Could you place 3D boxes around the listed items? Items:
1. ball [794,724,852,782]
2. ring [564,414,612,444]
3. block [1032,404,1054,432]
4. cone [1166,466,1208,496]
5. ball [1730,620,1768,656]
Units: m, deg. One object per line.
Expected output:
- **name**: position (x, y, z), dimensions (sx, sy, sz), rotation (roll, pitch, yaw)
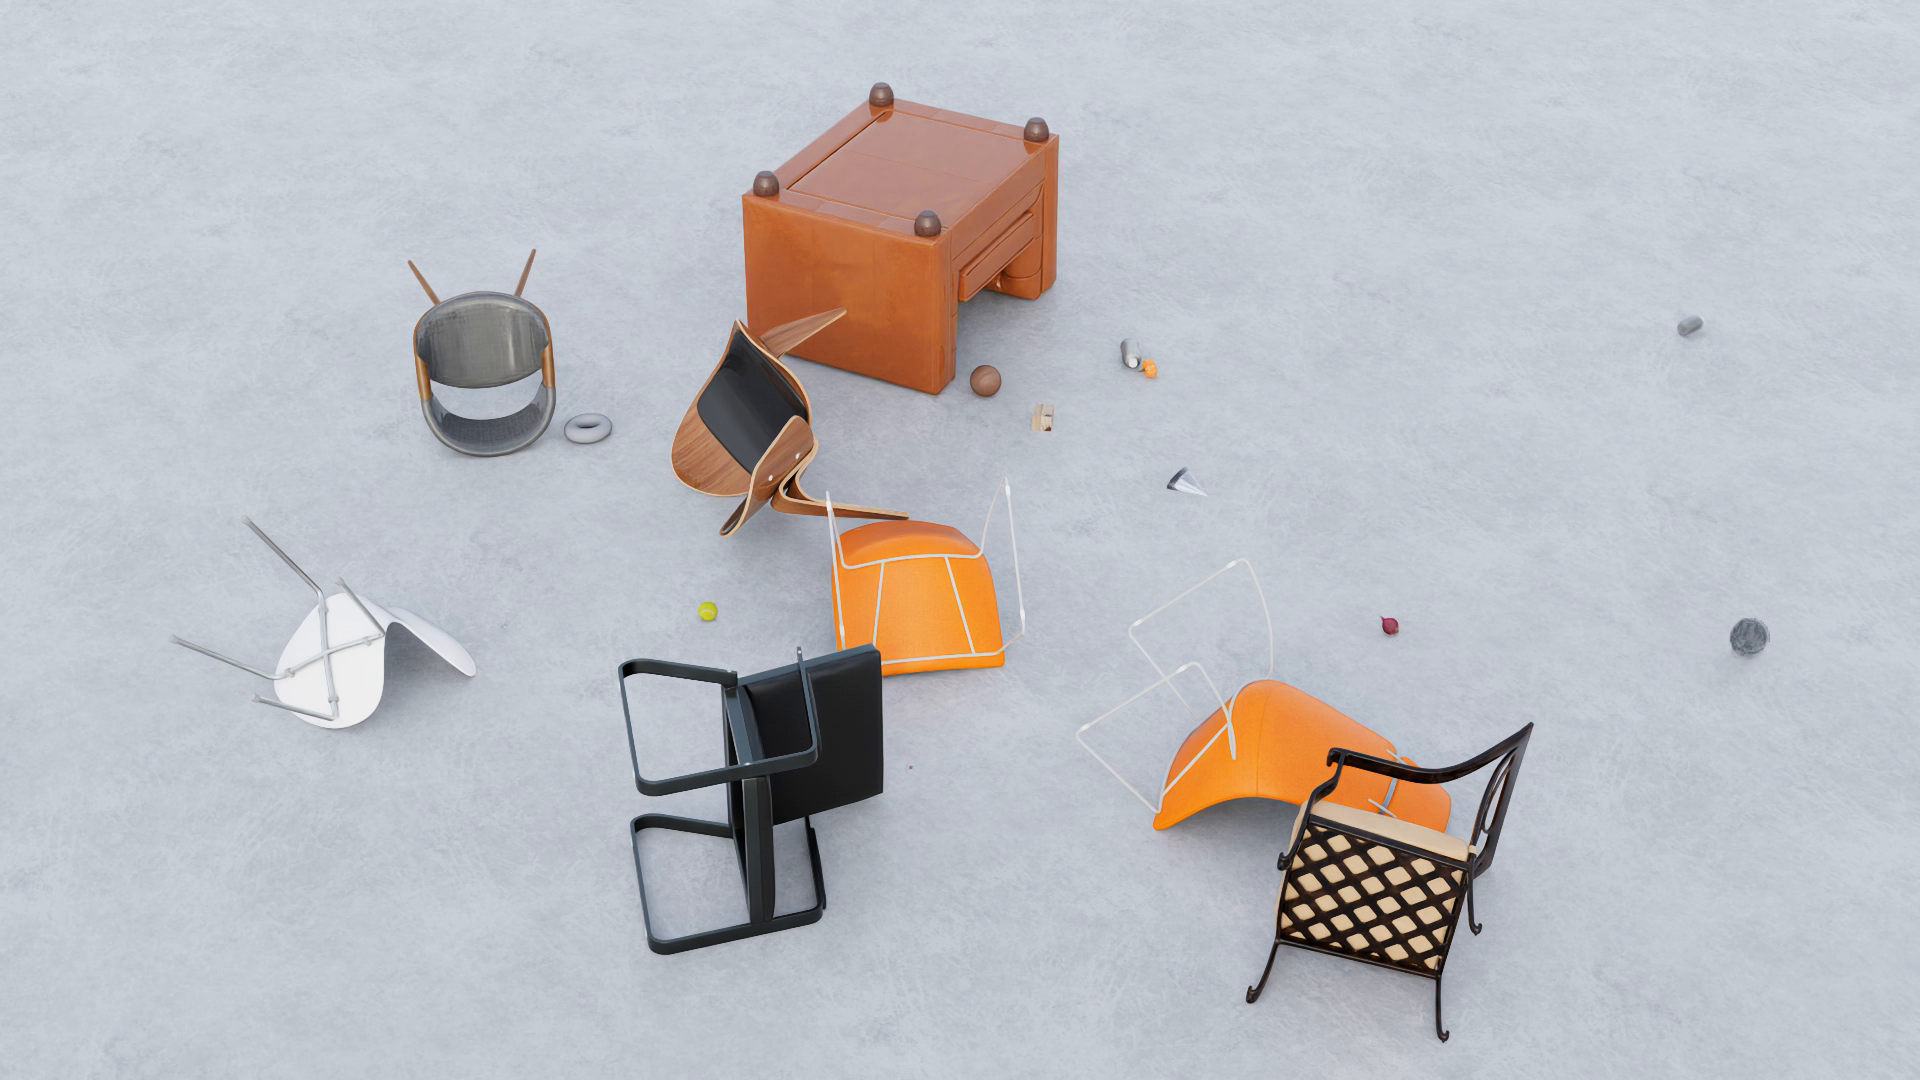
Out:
- **ball**: position (-0.451, 0.707, 9.698), dimensions (0.191, 0.191, 0.191), rotation (0, 33, 0)
- **ring**: position (-1.466, -0.441, 11.561), dimensions (0.195, 0.059, 0.171), rotation (-19, 39, -27)
- **block**: position (0.329, -0.486, 11.622), dimensions (0.075, 0.066, 0.095), rotation (4, 34, 6)
- **cone**: position (0.891, -0.203, 11.220), dimensions (0.147, 0.071, 0.156), rotation (31, 41, 19)
- **ball**: position (2.771, 0.344, 10.304), dimensions (0.131, 0.131, 0.131), rotation (0, 33, 0)
